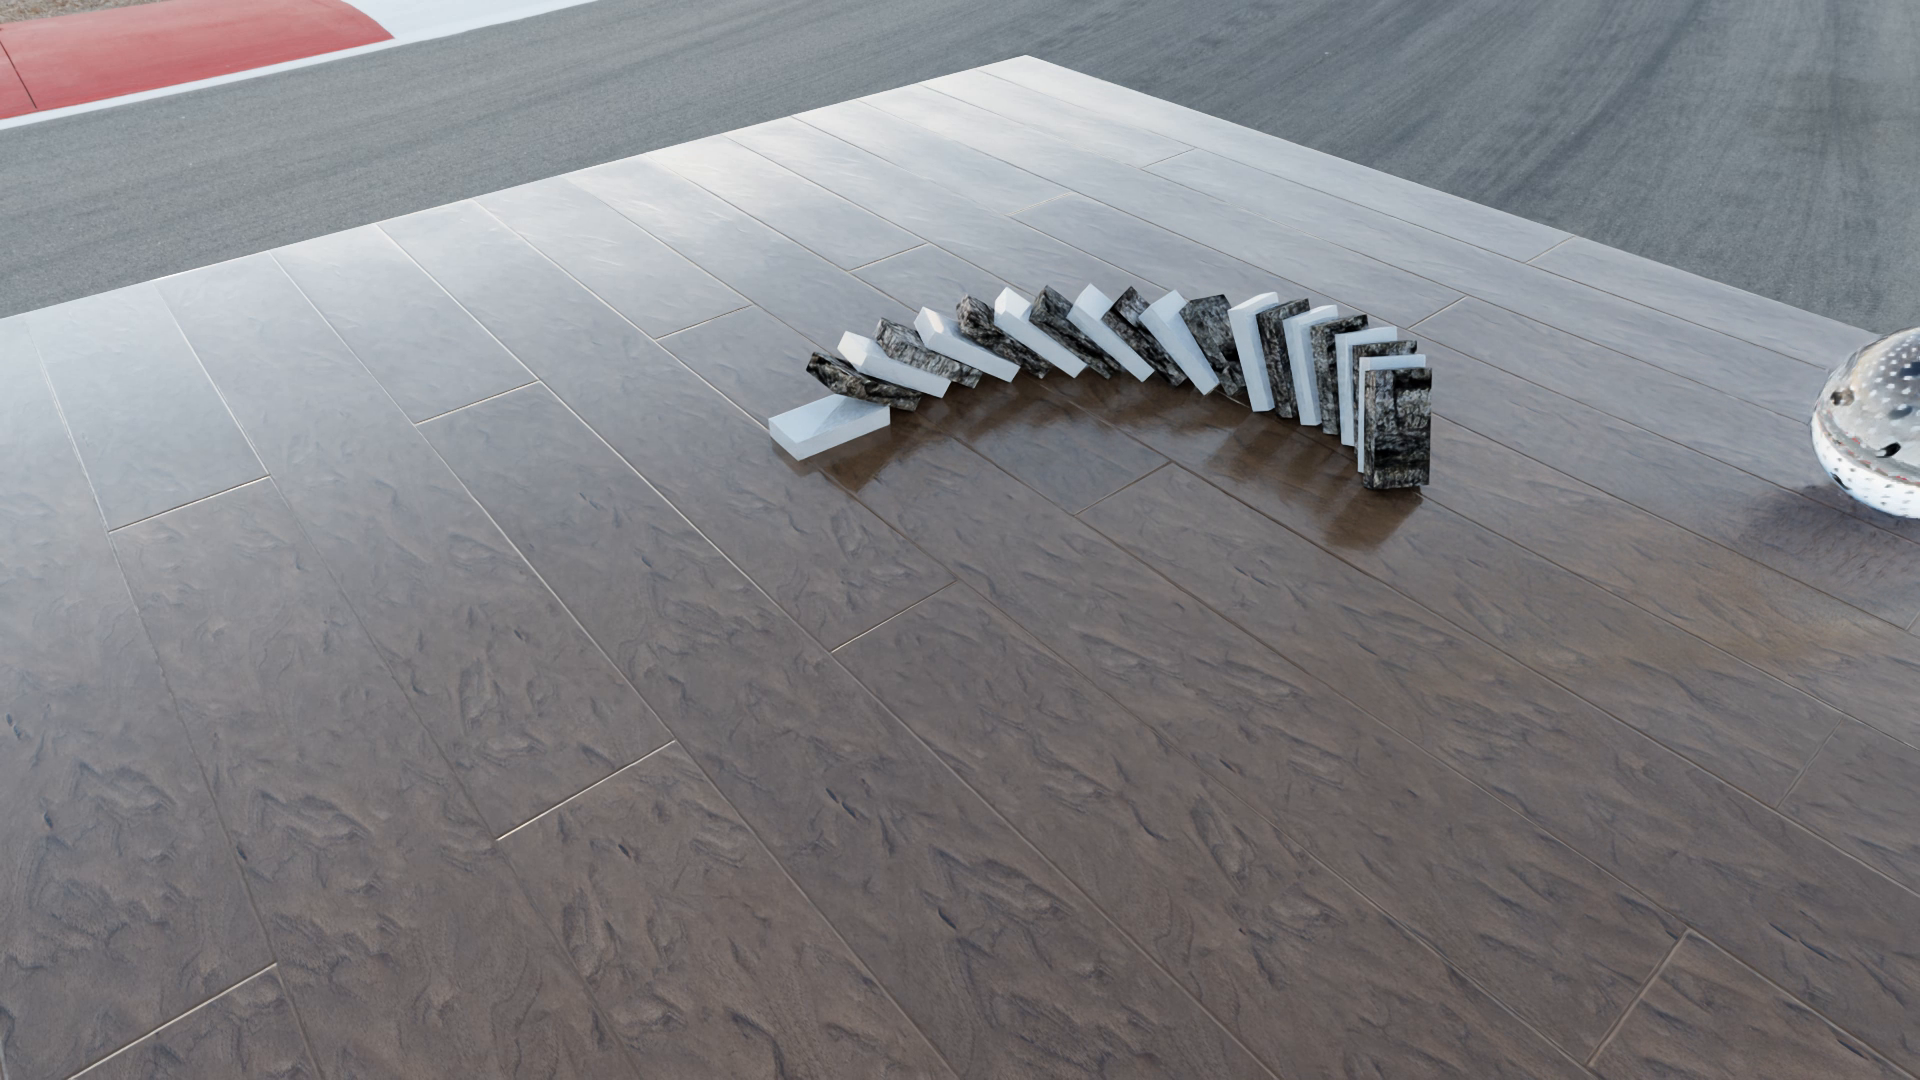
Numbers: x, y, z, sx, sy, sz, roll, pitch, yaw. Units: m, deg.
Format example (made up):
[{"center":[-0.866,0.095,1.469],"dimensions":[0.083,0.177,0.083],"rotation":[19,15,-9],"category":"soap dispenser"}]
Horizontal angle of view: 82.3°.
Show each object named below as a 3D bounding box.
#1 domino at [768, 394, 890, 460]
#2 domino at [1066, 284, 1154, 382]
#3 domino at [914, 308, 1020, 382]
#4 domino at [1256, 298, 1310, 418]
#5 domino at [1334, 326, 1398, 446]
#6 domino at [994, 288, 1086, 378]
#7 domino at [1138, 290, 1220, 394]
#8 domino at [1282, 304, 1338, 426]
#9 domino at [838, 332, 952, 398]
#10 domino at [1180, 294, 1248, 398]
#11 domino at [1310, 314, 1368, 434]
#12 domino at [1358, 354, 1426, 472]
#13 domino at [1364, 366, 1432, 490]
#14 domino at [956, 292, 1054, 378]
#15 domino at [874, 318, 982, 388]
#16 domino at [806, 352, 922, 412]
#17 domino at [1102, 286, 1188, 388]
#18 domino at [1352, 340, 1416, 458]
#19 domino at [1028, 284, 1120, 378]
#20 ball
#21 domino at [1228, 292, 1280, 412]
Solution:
[{"center":[-0.060,-0.055,0.511],"dimensions":[0.050,0.010,0.025],"rotation":[-26,46,-28],"category":"domino"},{"center":[0.078,-0.104,0.549],"dimensions":[0.050,0.010,0.025],"rotation":[38,43,-8],"category":"domino"},{"center":[0.004,-0.096,0.541],"dimensions":[0.050,0.010,0.025],"rotation":[18,31,-29],"category":"domino"},{"center":[0.156,-0.085,0.517],"dimensions":[0.025,0.050,0.010],"rotation":[-24,16,-26],"category":"domino"},{"center":[0.185,-0.070,0.498],"dimensions":[0.025,0.050,0.010],"rotation":[-11,12,-13],"category":"domino"},{"center":[0.040,-0.103,0.548],"dimensions":[0.050,0.009,0.025],"rotation":[30,35,-19],"category":"domino"},{"center":[0.113,-0.097,0.541],"dimensions":[0.050,0.010,0.025],"rotation":[51,50,3],"category":"domino"},{"center":[0.167,-0.081,0.512],"dimensions":[0.025,0.050,0.010],"rotation":[-22,16,-25],"category":"domino"},{"center":[-0.031,-0.084,0.526],"dimensions":[0.050,0.010,0.025],"rotation":[12,27,-40],"category":"domino"},{"center":[0.130,-0.095,0.537],"dimensions":[0.025,0.009,0.050],"rotation":[-17,74,-35],"category":"domino"},{"center":[0.177,-0.076,0.506],"dimensions":[0.025,0.050,0.010],"rotation":[-17,14,-20],"category":"domino"},{"center":[0.188,-0.055,0.480],"dimensions":[0.025,0.050,0.010],"rotation":[-4,11,-6],"category":"domino"},{"center":[0.187,-0.048,0.471],"dimensions":[0.025,0.050,0.009],"rotation":[-5,11,-6],"category":"domino"},{"center":[0.022,-0.101,0.546],"dimensions":[0.050,0.010,0.025],"rotation":[26,31,-25],"category":"domino"},{"center":[-0.015,-0.091,0.534],"dimensions":[0.050,0.009,0.025],"rotation":[15,27,-34],"category":"domino"},{"center":[-0.044,-0.073,0.513],"dimensions":[0.050,0.009,0.025],"rotation":[6,26,-48],"category":"domino"},{"center":[0.095,-0.101,0.545],"dimensions":[0.050,0.009,0.025],"rotation":[43,46,-4],"category":"domino"},{"center":[0.189,-0.062,0.489],"dimensions":[0.025,0.050,0.009],"rotation":[-7,11,-8],"category":"domino"},{"center":[0.059,-0.104,0.549],"dimensions":[0.050,0.010,0.025],"rotation":[34,38,-14],"category":"domino"},{"center":[0.396,-0.048,0.446],"dimensions":[0.080,0.080,0.080],"rotation":[0,39,0],"category":"ball"},{"center":[0.144,-0.089,0.521],"dimensions":[0.025,0.050,0.010],"rotation":[-29,19,-31],"category":"domino"}]
